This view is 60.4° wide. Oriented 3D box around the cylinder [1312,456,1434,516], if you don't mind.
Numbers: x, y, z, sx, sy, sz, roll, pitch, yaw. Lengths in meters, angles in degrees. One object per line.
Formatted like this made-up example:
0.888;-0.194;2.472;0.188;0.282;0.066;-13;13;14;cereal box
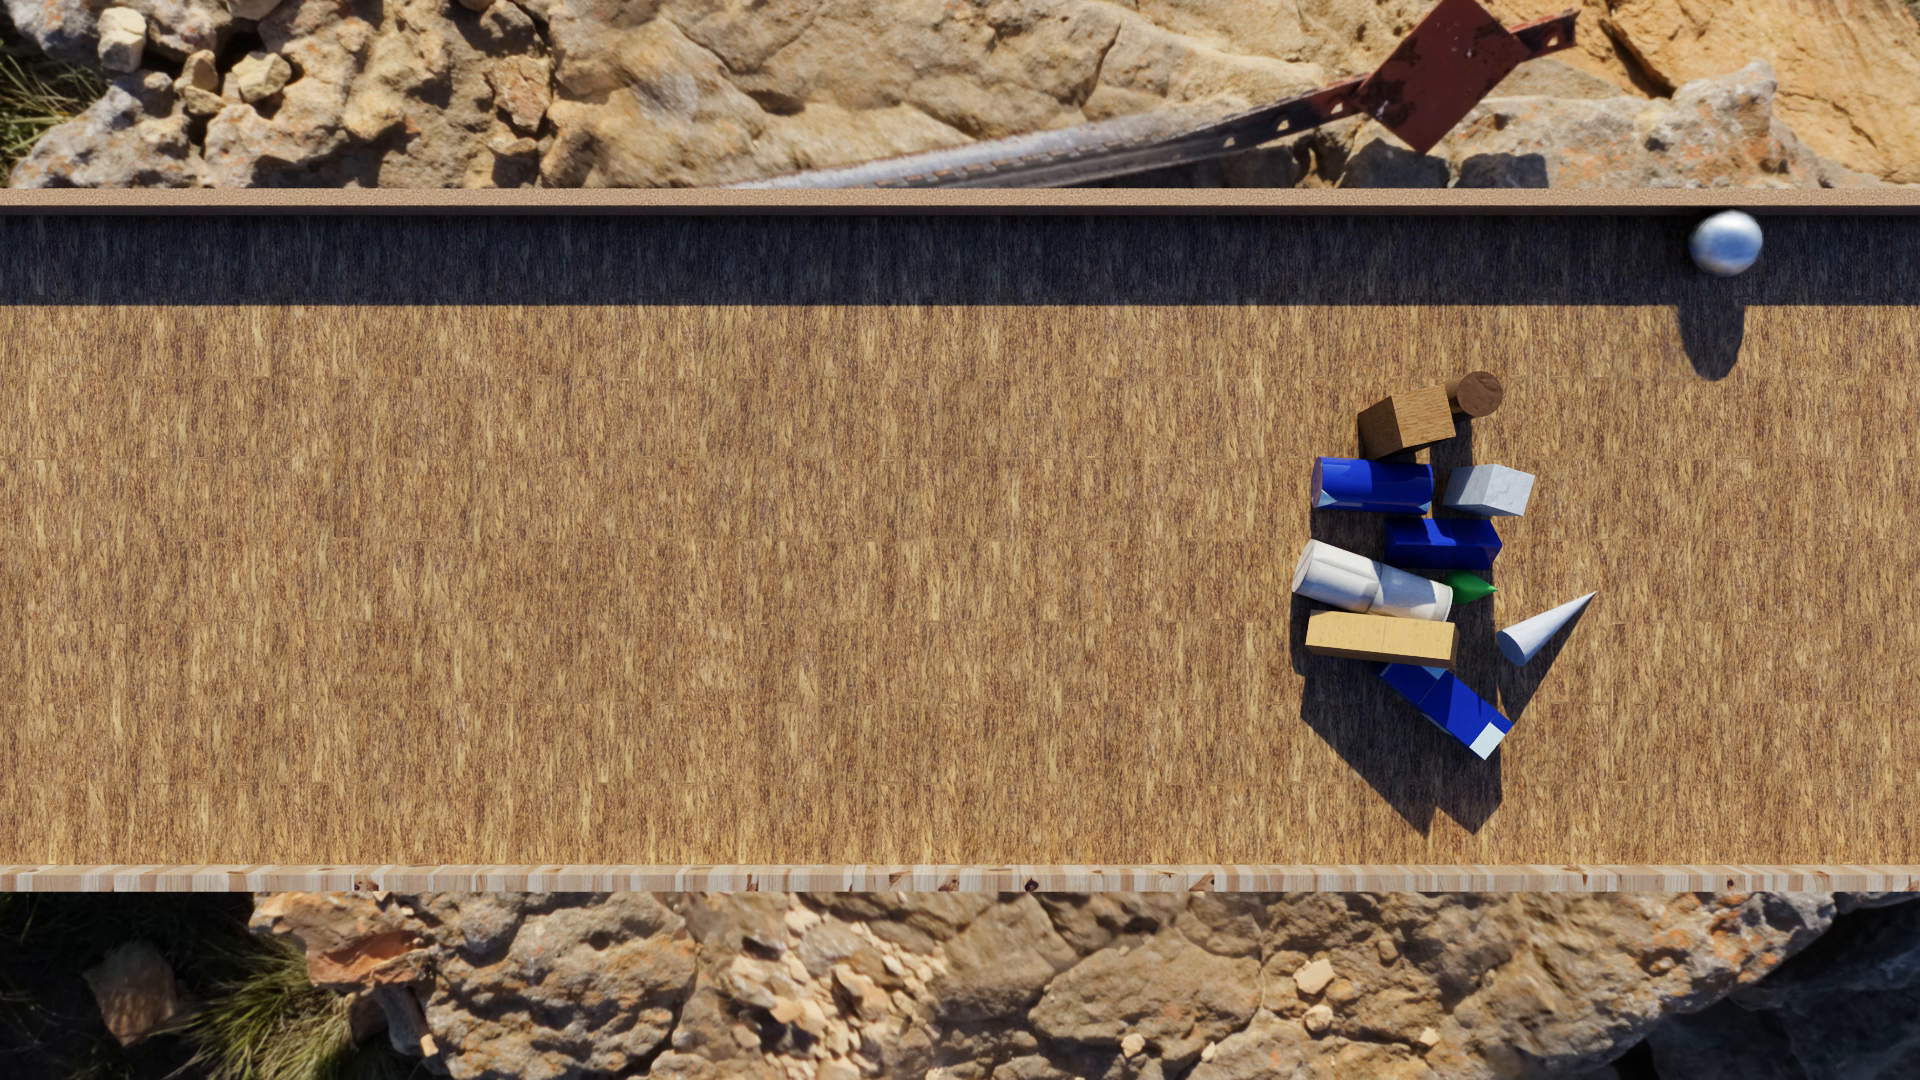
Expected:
1.246;-0.164;4.998;0.330;0.158;0.158;4;90;0;cylinder

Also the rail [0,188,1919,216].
-2.247;-1.025;5.002;12.000;0.150;0.050;0;90;0;rail

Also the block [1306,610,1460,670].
1.259;0.296;4.921;0.423;0.111;0.111;5;73;26;block

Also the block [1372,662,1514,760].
1.463;0.481;5.008;0.395;0.137;0.137;39;90;0;block

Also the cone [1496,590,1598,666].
1.818;0.243;5.045;0.344;0.127;0.127;-31;90;-11;cone

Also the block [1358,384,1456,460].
1.311;-0.340;4.863;0.153;0.419;0.153;-12;87;0;block

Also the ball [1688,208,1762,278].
2.306;-0.897;4.973;0.206;0.206;0.206;0;90;0;ball

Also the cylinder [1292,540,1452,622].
1.245;0.149;4.991;0.440;0.170;0.170;19;90;0;cylinder

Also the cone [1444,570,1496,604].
1.543;0.144;4.901;0.109;0.351;0.109;0;90;0;cone

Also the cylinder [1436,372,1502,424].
1.505;-0.423;4.926;0.133;0.300;0.133;0;90;0;cylinder

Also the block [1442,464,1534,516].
1.556;-0.145;4.873;0.119;0.406;0.119;16;91;0;block

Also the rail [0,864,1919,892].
-2.247;1.025;5.001;12.000;0.150;0.050;0;90;0;rail

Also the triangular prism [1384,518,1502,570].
1.466;0.012;5.008;0.319;0.130;0.151;1;90;0;triangular prism
